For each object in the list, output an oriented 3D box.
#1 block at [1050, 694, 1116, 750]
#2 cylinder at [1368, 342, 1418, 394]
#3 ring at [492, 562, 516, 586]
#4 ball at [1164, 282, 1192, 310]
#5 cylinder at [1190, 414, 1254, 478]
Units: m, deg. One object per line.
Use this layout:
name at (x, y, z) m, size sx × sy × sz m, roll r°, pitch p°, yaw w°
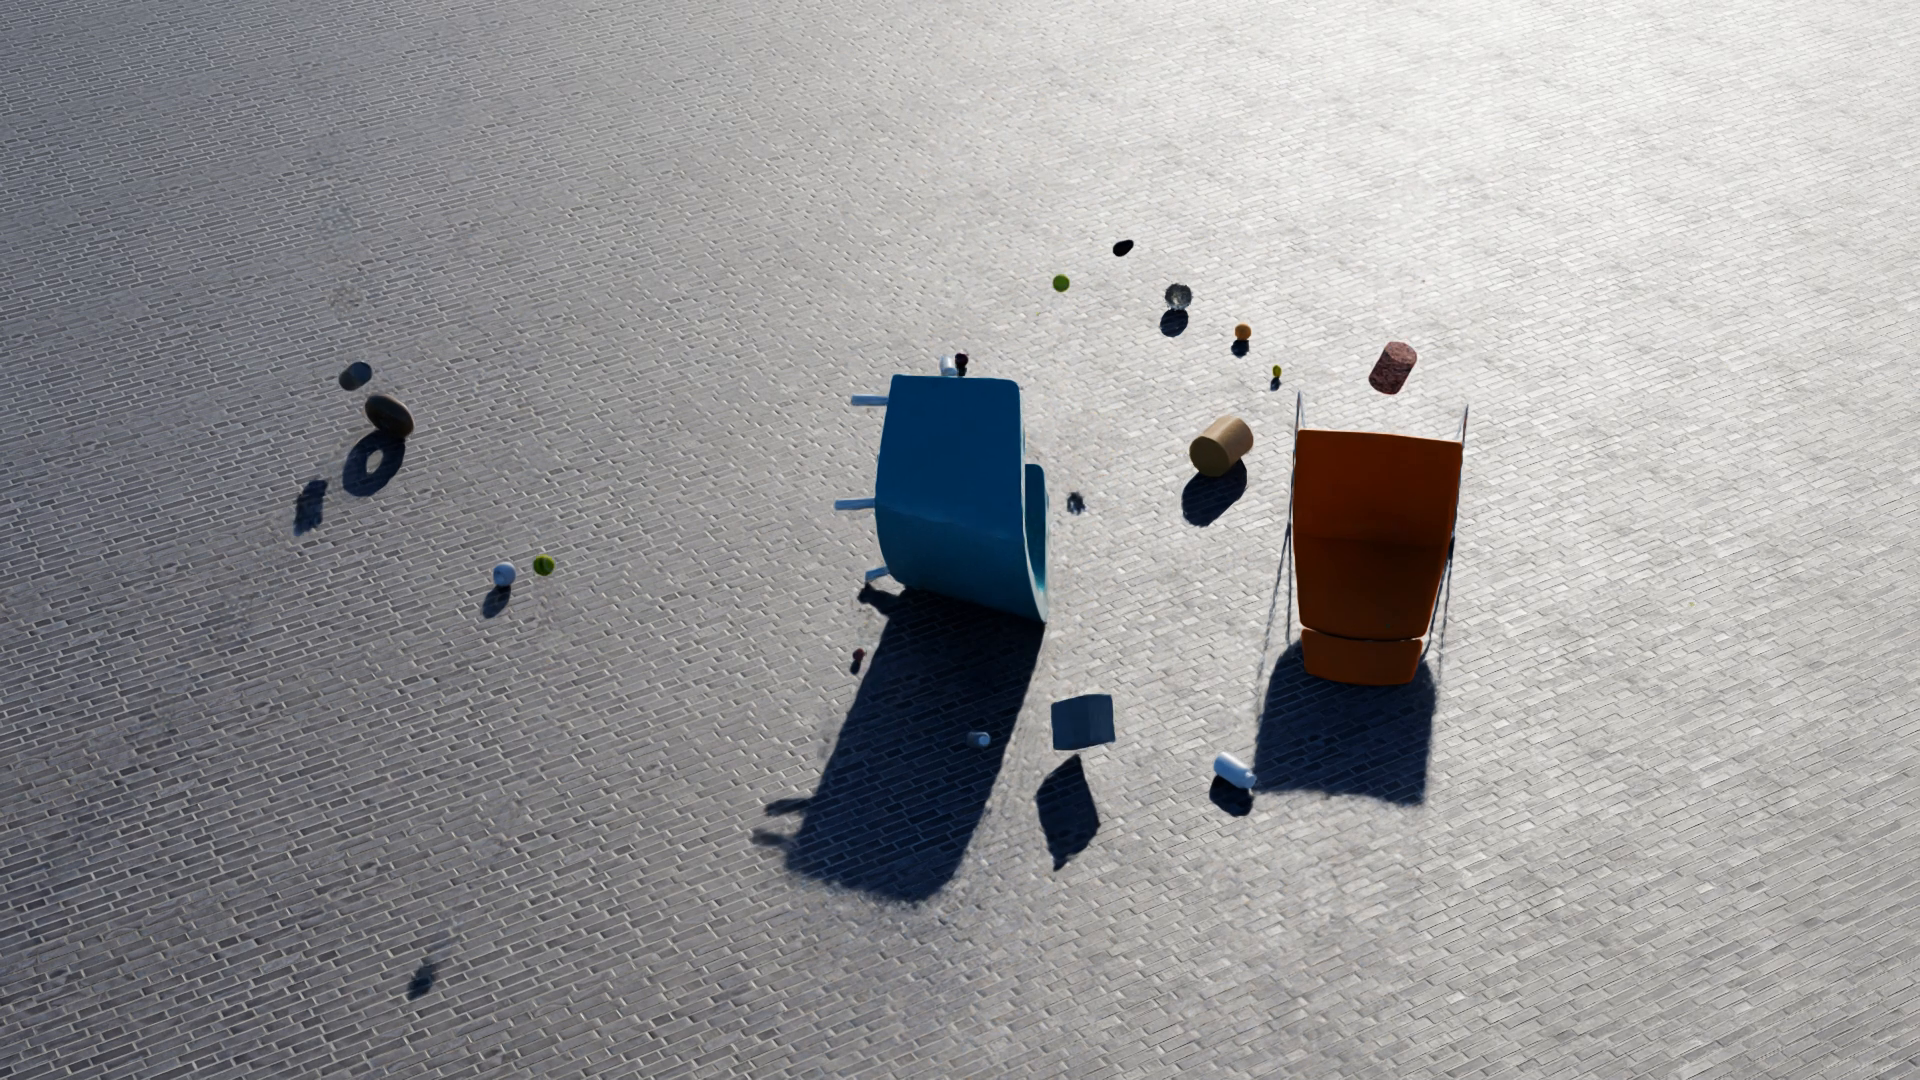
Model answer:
block at (0.408, 0.607, 9.766) m, size 0.100 × 0.155 × 0.211 m, roll 3°, pitch -13°, yaw -34°
cylinder at (1.622, -0.644, 10.986) m, size 0.131 × 0.164 × 0.120 m, roll 8°, pitch 45°, yaw -17°
ring at (-1.658, 0.125, 10.669) m, size 0.083 × 0.101 × 0.057 m, roll 40°, pitch 47°, yaw 13°
ball at (0.925, -1.032, 12.405) m, size 0.116 × 0.116 × 0.116 m, roll 0°, pitch 33°, yaw 0°
cylinder at (1.010, -0.364, 11.340) m, size 0.173 × 0.172 × 0.198 m, roll -26°, pitch 10°, yaw 45°
